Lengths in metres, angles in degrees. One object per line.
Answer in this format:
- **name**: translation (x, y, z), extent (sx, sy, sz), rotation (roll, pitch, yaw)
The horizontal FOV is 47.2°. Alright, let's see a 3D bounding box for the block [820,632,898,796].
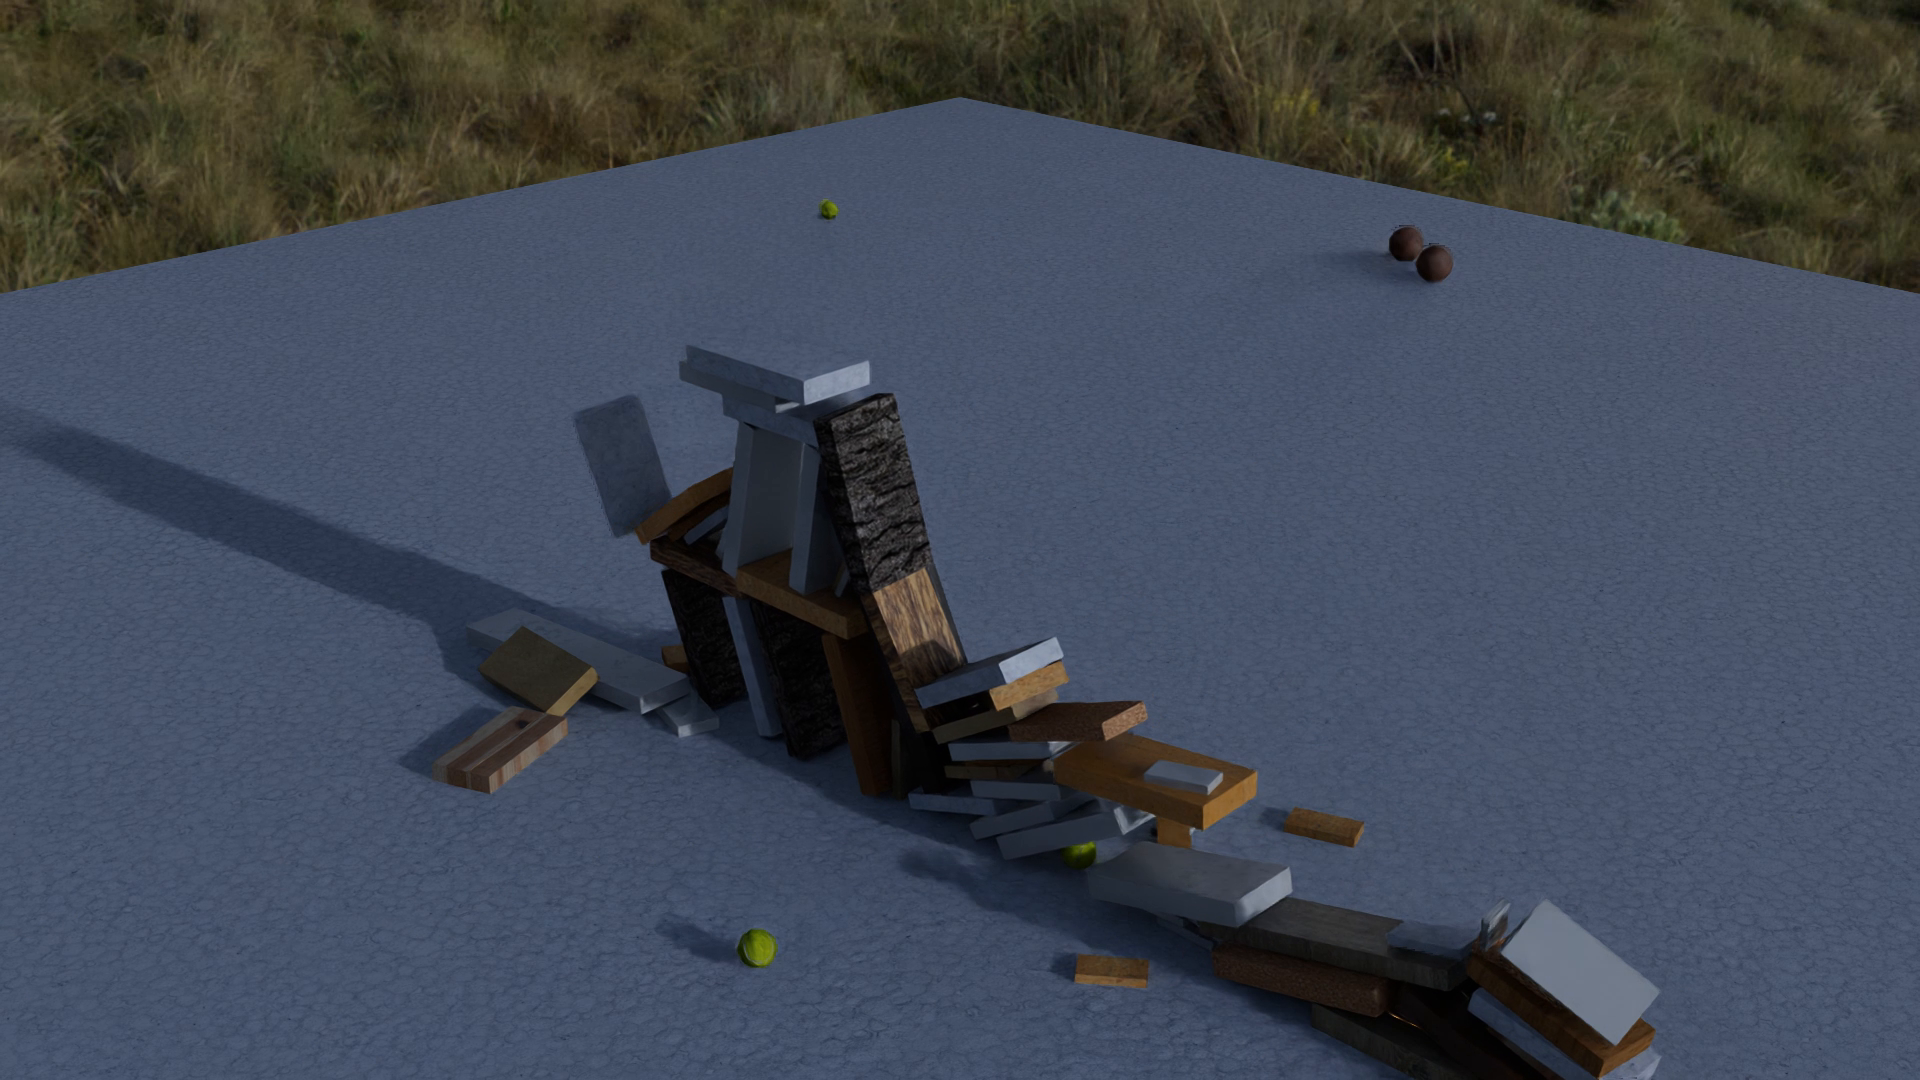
- **block**: translation (-0.166, 0.334, 4.539), extent (0.171, 0.343, 0.049), rotation (-21, 11, -41)

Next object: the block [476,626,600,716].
- **block**: translation (-0.945, 0.299, 4.924), extent (0.286, 0.041, 0.143), rotation (23, 60, 43)

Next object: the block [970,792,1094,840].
- **block**: translation (0.140, 0.530, 4.307), extent (0.121, 0.034, 0.242), rotation (-22, -1, -42)

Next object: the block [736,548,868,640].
- **block**: translation (-0.288, 0.107, 4.578), extent (0.343, 0.049, 0.171), rotation (21, 31, 40)

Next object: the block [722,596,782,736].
- **block**: translation (-0.401, 0.252, 4.770), extent (0.157, 0.315, 0.045), rotation (-21, 11, -41)

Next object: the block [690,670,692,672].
- **block**: translation (-0.559, 0.252, 5.054), extent (0.094, 0.027, 0.189), rotation (1, 21, 1)

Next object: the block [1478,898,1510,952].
- **block**: translation (0.845, 0.610, 3.481), extent (0.050, 0.101, 0.014), rotation (-39, 56, -20)

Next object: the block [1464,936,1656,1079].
- **block**: translation (0.965, 0.743, 3.543), extent (0.136, 0.039, 0.273), rotation (-16, 40, -36)

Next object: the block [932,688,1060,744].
- **block**: translation (0.068, 0.341, 4.313), extent (0.123, 0.035, 0.247), rotation (-24, 1, -42)

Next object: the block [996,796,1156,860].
- **block**: translation (0.242, 0.534, 4.202), extent (0.171, 0.048, 0.341), rotation (-22, 1, -42)

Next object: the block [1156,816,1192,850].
- **block**: translation (0.420, 0.588, 4.315), extent (0.063, 0.018, 0.127), rotation (-4, 34, 4)

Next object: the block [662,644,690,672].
- **block**: translation (-0.590, 0.268, 5.095), extent (0.189, 0.027, 0.094), rotation (-6, 24, -15)

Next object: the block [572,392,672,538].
- **block**: translation (-0.750, -0.167, 4.941), extent (0.150, 0.301, 0.043), rotation (-19, 26, -9)

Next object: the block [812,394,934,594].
- **block**: translation (-0.168, -0.093, 4.328), extent (0.050, 0.356, 0.178), rotation (2, 21, 45)

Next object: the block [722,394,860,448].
- **block**: translation (-0.308, -0.258, 4.455), extent (0.334, 0.047, 0.167), rotation (20, 30, 40)

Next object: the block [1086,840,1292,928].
- **block**: translation (0.420, 0.630, 4.044), extent (0.341, 0.048, 0.171), rotation (4, 18, 44)

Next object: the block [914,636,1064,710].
- **block**: translation (0.054, 0.258, 4.250), extent (0.148, 0.042, 0.297), rotation (-23, 0, -36)

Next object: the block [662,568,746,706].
- **block**: translation (-0.548, 0.195, 4.905), extent (0.045, 0.315, 0.157), rotation (-8, 11, 46)

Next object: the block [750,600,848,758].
- **block**: translation (-0.326, 0.271, 4.688), extent (0.171, 0.343, 0.049), rotation (-21, 12, -41)

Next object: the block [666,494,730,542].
- **block**: translation (-0.555, -0.055, 4.816), extent (0.181, 0.026, 0.090), rotation (-31, 0, 39)

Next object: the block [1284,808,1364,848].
- **block**: translation (0.726, 0.573, 4.385), extent (0.143, 0.020, 0.072), rotation (10, 25, 23)

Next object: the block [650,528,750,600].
- **block**: translation (-0.518, 0.043, 4.809), extent (0.315, 0.045, 0.157), rotation (21, 31, 41)

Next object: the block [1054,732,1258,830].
- **block**: translation (0.361, 0.440, 4.084), extent (0.341, 0.048, 0.171), rotation (14, 26, 39)

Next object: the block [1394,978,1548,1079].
- **block**: translation (0.903, 0.826, 3.612), extent (0.173, 0.049, 0.346), rotation (-16, 39, -36)

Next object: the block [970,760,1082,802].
- **block**: translation (0.148, 0.468, 4.287), extent (0.121, 0.034, 0.242), rotation (-22, 12, -42)

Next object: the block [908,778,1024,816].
- **block**: translation (0.023, 0.510, 4.422), extent (0.242, 0.034, 0.121), rotation (-2, 15, 45)

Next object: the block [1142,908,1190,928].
- **block**: translation (0.383, 0.676, 4.094), extent (0.133, 0.019, 0.067), rotation (20, 30, 39)

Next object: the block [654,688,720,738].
- **block**: translation (-0.611, 0.374, 4.845), extent (0.094, 0.027, 0.189), rotation (-12, 26, -26)

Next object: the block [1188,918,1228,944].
- **block**: translation (0.462, 0.692, 4.031), extent (0.133, 0.019, 0.067), rotation (35, 38, 32)

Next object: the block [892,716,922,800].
- **block**: translation (-0.098, 0.435, 4.503), extent (0.026, 0.182, 0.091), rotation (22, 31, 40)
